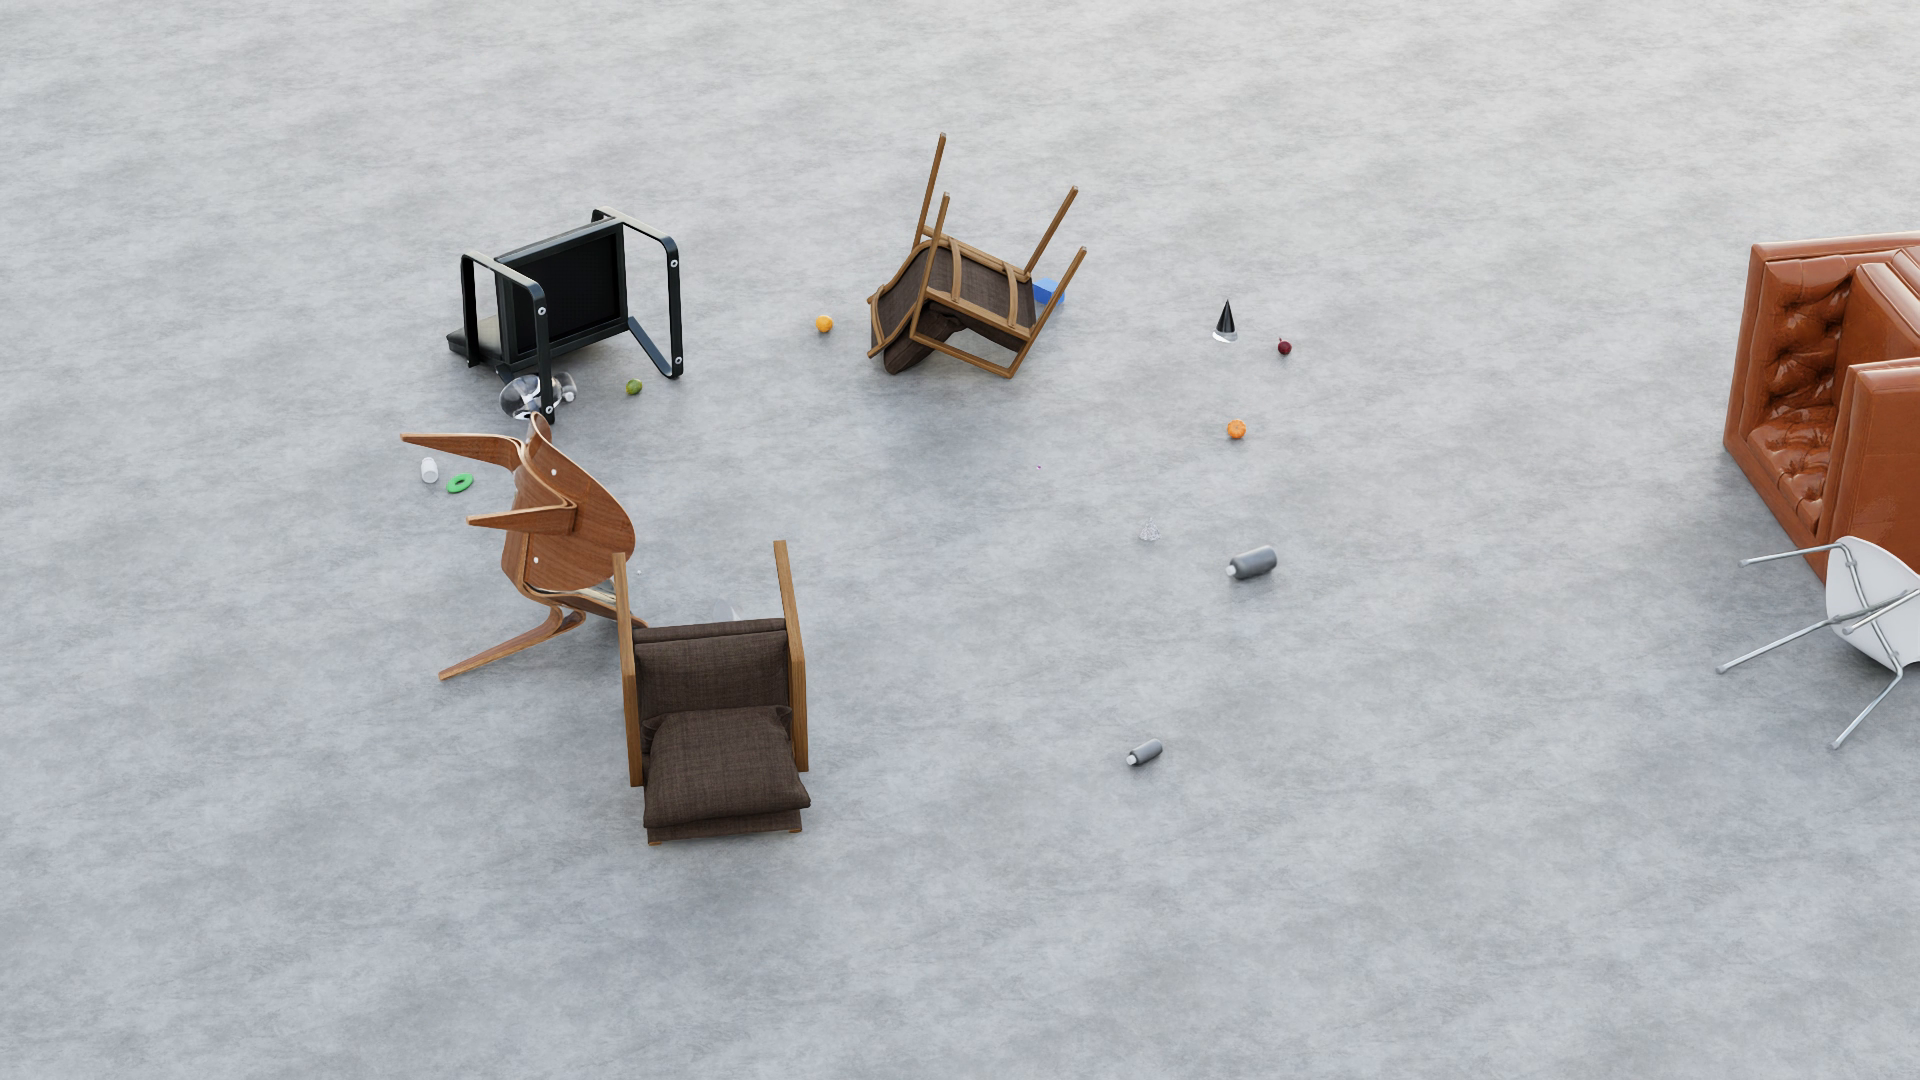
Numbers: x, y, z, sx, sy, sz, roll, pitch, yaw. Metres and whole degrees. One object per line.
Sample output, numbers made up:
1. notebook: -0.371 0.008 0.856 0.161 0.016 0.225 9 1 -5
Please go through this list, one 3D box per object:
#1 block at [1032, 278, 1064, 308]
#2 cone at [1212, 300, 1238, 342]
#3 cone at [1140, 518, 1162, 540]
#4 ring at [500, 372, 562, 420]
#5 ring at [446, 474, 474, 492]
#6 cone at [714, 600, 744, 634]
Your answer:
1. block: 0.377 -1.055 12.478 0.111 0.073 0.083 29 43 36
2. cone: 1.108 -0.926 12.185 0.111 0.182 0.094 23 40 31
3. cone: 0.713 -0.051 10.943 0.086 0.086 0.058 2 33 3
4. ring: -1.694 -0.569 11.579 0.269 0.207 0.110 -13 61 -40
5. ring: -1.920 -0.219 11.256 0.082 0.023 0.136 16 37 21
6. cone: -0.809 0.285 10.471 0.087 0.104 0.177 18 22 -34
